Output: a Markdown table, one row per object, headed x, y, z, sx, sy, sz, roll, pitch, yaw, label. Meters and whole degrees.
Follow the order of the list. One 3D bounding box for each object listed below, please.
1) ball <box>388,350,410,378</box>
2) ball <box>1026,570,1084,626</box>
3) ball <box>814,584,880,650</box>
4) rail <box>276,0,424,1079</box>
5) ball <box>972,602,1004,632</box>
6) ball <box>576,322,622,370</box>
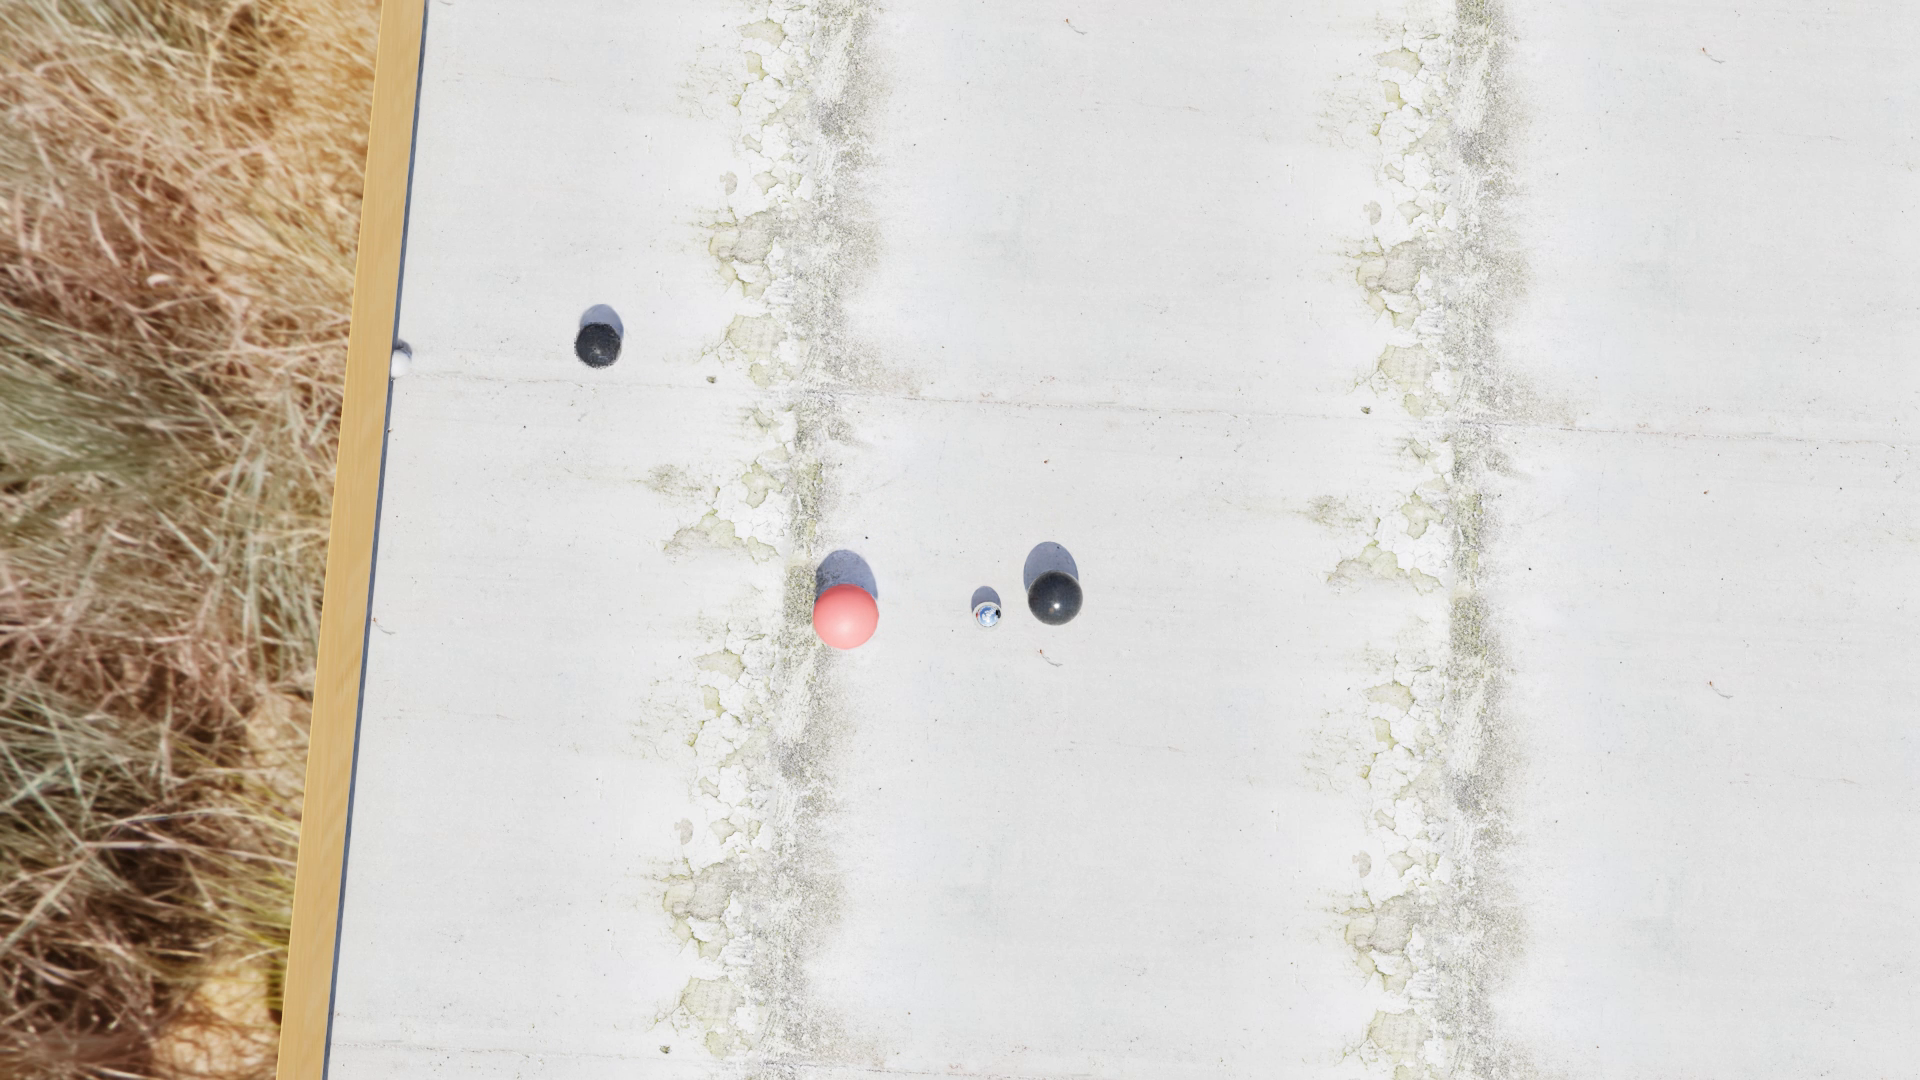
| x | y | z | sx | sy | sz | roll | pitch | yaw | label |
| --- | --- | --- | --- | --- | --- | --- | --- | --- | --- |
| -0.858 | -0.268 | 3.344 | 0.042 | 0.042 | 0.042 | 0 | 80 | 0 | ball |
| 0.141 | 0.086 | 3.261 | 0.084 | 0.084 | 0.084 | 0 | 80 | 0 | ball |
| -0.168 | 0.113 | 3.249 | 0.097 | 0.097 | 0.097 | 0 | 80 | 0 | ball |
| -0.889 | -0.047 | 3.261 | 0.045 | 0.126 | 2.084 | 3 | 80 | 0 | rail |
| 0.041 | 0.114 | 3.275 | 0.046 | 0.046 | 0.046 | 0 | 80 | 0 | ball |
| -0.547 | -0.294 | 3.334 | 0.070 | 0.070 | 0.070 | 0 | 80 | 0 | ball |
